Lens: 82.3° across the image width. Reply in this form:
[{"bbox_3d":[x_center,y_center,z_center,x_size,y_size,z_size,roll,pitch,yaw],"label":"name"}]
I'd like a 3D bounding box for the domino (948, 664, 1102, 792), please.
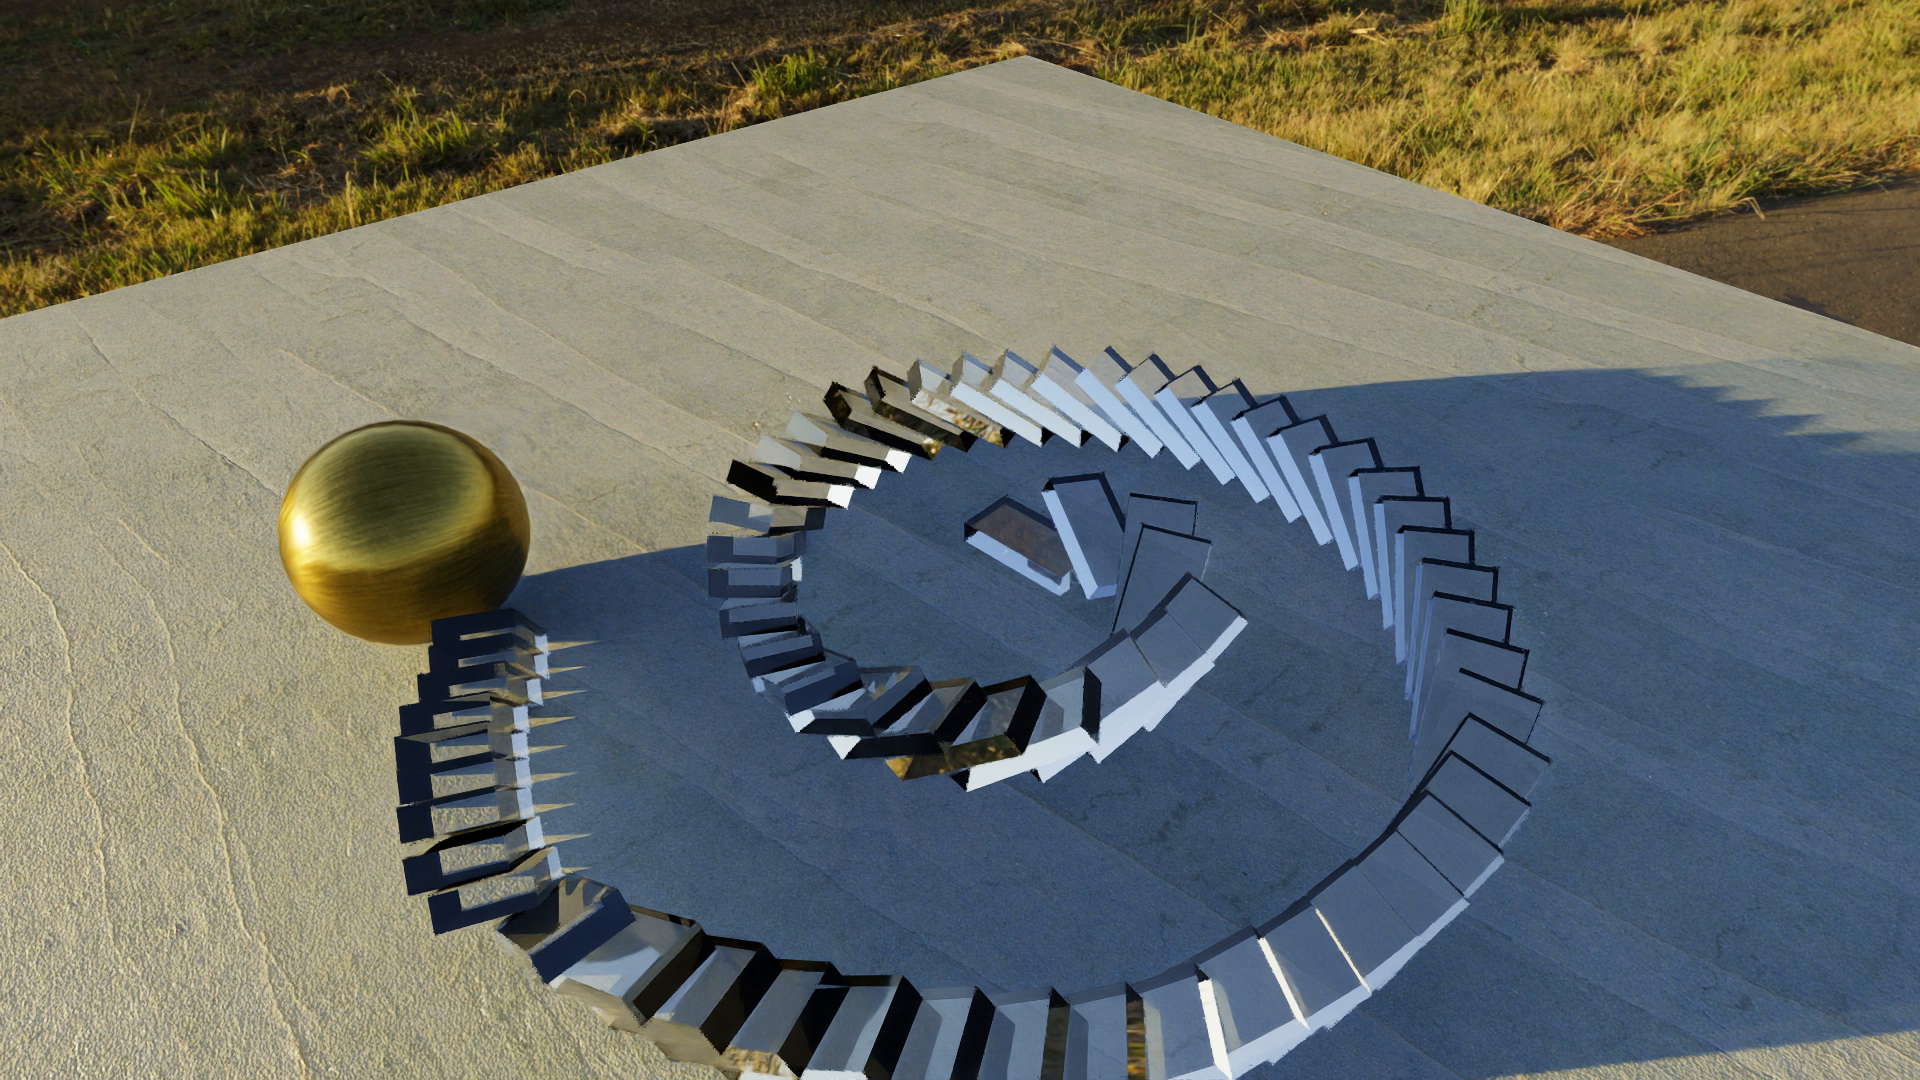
[{"bbox_3d":[0.021,0.060,0.347,0.050,0.009,0.025,-27,32,29],"label":"domino"}]

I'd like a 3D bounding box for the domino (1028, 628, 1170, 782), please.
[{"bbox_3d":[0.040,0.054,0.358,0.050,0.010,0.025,-37,42,8],"label":"domino"}]

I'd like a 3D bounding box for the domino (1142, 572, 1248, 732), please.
[{"bbox_3d":[0.071,0.038,0.376,0.050,0.009,0.025,-48,53,-1],"label":"domino"}]

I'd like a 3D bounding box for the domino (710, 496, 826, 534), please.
[{"bbox_3d":[-0.075,-0.011,0.435,0.025,0.010,0.050,12,6,16],"label":"domino"}]

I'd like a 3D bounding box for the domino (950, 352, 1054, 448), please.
[{"bbox_3d":[0.020,-0.064,0.501,0.050,0.009,0.025,28,35,-19],"label":"domino"}]

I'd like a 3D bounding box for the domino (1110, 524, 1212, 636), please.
[{"bbox_3d":[0.071,0.022,0.394,0.025,0.010,0.050,15,80,17],"label":"domino"}]

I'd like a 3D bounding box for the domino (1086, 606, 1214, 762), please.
[{"bbox_3d":[0.056,0.048,0.365,0.050,0.010,0.025,-41,45,4],"label":"domino"}]

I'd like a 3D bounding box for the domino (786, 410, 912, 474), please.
[{"bbox_3d":[-0.047,-0.042,0.474,0.050,0.010,0.025,8,23,-50],"label":"domino"}]

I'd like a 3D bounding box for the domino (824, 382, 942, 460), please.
[{"bbox_3d":[-0.034,-0.052,0.486,0.050,0.010,0.025,17,26,-38],"label":"domino"}]

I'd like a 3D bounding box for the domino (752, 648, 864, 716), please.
[{"bbox_3d":[-0.052,0.046,0.366,0.025,0.010,0.050,-20,8,-21],"label":"domino"}]

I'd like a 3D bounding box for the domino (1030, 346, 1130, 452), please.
[{"bbox_3d":[0.057,-0.064,0.501,0.050,0.009,0.025,36,41,-10],"label":"domino"}]

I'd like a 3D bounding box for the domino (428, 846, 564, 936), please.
[{"bbox_3d":[-0.126,0.095,0.301,0.025,0.050,0.009,-12,84,-15],"label":"domino"}]

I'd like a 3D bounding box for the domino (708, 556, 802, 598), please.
[{"bbox_3d":[-0.075,0.013,0.406,0.025,0.010,0.050,0,5,0],"label":"domino"}]

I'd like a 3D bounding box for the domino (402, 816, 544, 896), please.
[{"bbox_3d":[-0.135,0.088,0.310,0.025,0.050,0.009,-11,84,-12],"label":"domino"}]

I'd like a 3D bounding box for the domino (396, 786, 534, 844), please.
[{"bbox_3d":[-0.142,0.079,0.319,0.025,0.050,0.009,-11,80,-13],"label":"domino"}]

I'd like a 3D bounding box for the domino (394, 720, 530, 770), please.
[{"bbox_3d":[-0.151,0.064,0.337,0.025,0.050,0.010,-9,78,-11],"label":"domino"}]

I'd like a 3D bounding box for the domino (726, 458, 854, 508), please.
[{"bbox_3d":[-0.069,-0.023,0.450,0.025,0.010,0.050,25,11,27],"label":"domino"}]

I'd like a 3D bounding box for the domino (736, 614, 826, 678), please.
[{"bbox_3d":[-0.063,0.036,0.378,0.025,0.010,0.050,-12,6,-14],"label":"domino"}]

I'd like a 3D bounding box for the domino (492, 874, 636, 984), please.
[{"bbox_3d":[-0.107,0.103,0.294,0.025,0.009,0.050,-32,7,-33],"label":"domino"}]

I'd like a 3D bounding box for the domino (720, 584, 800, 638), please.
[{"bbox_3d":[-0.071,0.025,0.392,0.025,0.009,0.050,-6,5,-7],"label":"domino"}]

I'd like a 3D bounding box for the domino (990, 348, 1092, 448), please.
[{"bbox_3d":[0.038,-0.065,0.502,0.050,0.009,0.025,30,37,-16],"label":"domino"}]

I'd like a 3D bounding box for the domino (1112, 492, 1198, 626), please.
[{"bbox_3d":[0.072,0.009,0.408,0.025,0.010,0.050,8,79,6],"label":"domino"}]

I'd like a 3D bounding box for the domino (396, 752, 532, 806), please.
[{"bbox_3d":[-0.146,0.072,0.328,0.025,0.050,0.009,-10,79,-12],"label":"domino"}]

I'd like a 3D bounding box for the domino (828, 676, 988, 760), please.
[{"bbox_3d":[-0.017,0.057,0.352,0.050,0.009,0.025,-15,23,45],"label":"domino"}]

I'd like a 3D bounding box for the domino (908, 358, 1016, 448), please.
[{"bbox_3d":[0.001,-0.062,0.498,0.050,0.010,0.025,24,32,-25],"label":"domino"}]

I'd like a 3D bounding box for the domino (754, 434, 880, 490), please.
[{"bbox_3d":[-0.059,-0.033,0.463,0.025,0.010,0.050,30,14,31],"label":"domino"}]

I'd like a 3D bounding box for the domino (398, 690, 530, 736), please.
[{"bbox_3d":[-0.154,0.057,0.346,0.025,0.050,0.010,-9,78,-11],"label":"domino"}]

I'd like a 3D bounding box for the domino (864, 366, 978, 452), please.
[{"bbox_3d":[-0.017,-0.058,0.494,0.050,0.009,0.025,21,29,-30],"label":"domino"}]

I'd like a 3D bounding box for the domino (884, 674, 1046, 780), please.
[{"bbox_3d":[0.002,0.060,0.348,0.050,0.009,0.025,-21,27,37],"label":"domino"}]

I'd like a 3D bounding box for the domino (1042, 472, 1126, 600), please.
[{"bbox_3d":[0.053,-0.002,0.429,0.025,0.009,0.050,-8,61,-25],"label":"domino"}]

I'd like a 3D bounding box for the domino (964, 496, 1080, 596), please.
[{"bbox_3d":[0.029,0.002,0.442,0.050,0.010,0.025,30,48,32],"label":"domino"}]

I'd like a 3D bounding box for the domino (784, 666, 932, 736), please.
[{"bbox_3d":[-0.034,0.052,0.358,0.025,0.009,0.050,-36,15,-35],"label":"domino"}]

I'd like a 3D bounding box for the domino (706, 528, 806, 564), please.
[{"bbox_3d":[-0.076,0.002,0.419,0.025,0.009,0.050,2,4,5],"label":"domino"}]
